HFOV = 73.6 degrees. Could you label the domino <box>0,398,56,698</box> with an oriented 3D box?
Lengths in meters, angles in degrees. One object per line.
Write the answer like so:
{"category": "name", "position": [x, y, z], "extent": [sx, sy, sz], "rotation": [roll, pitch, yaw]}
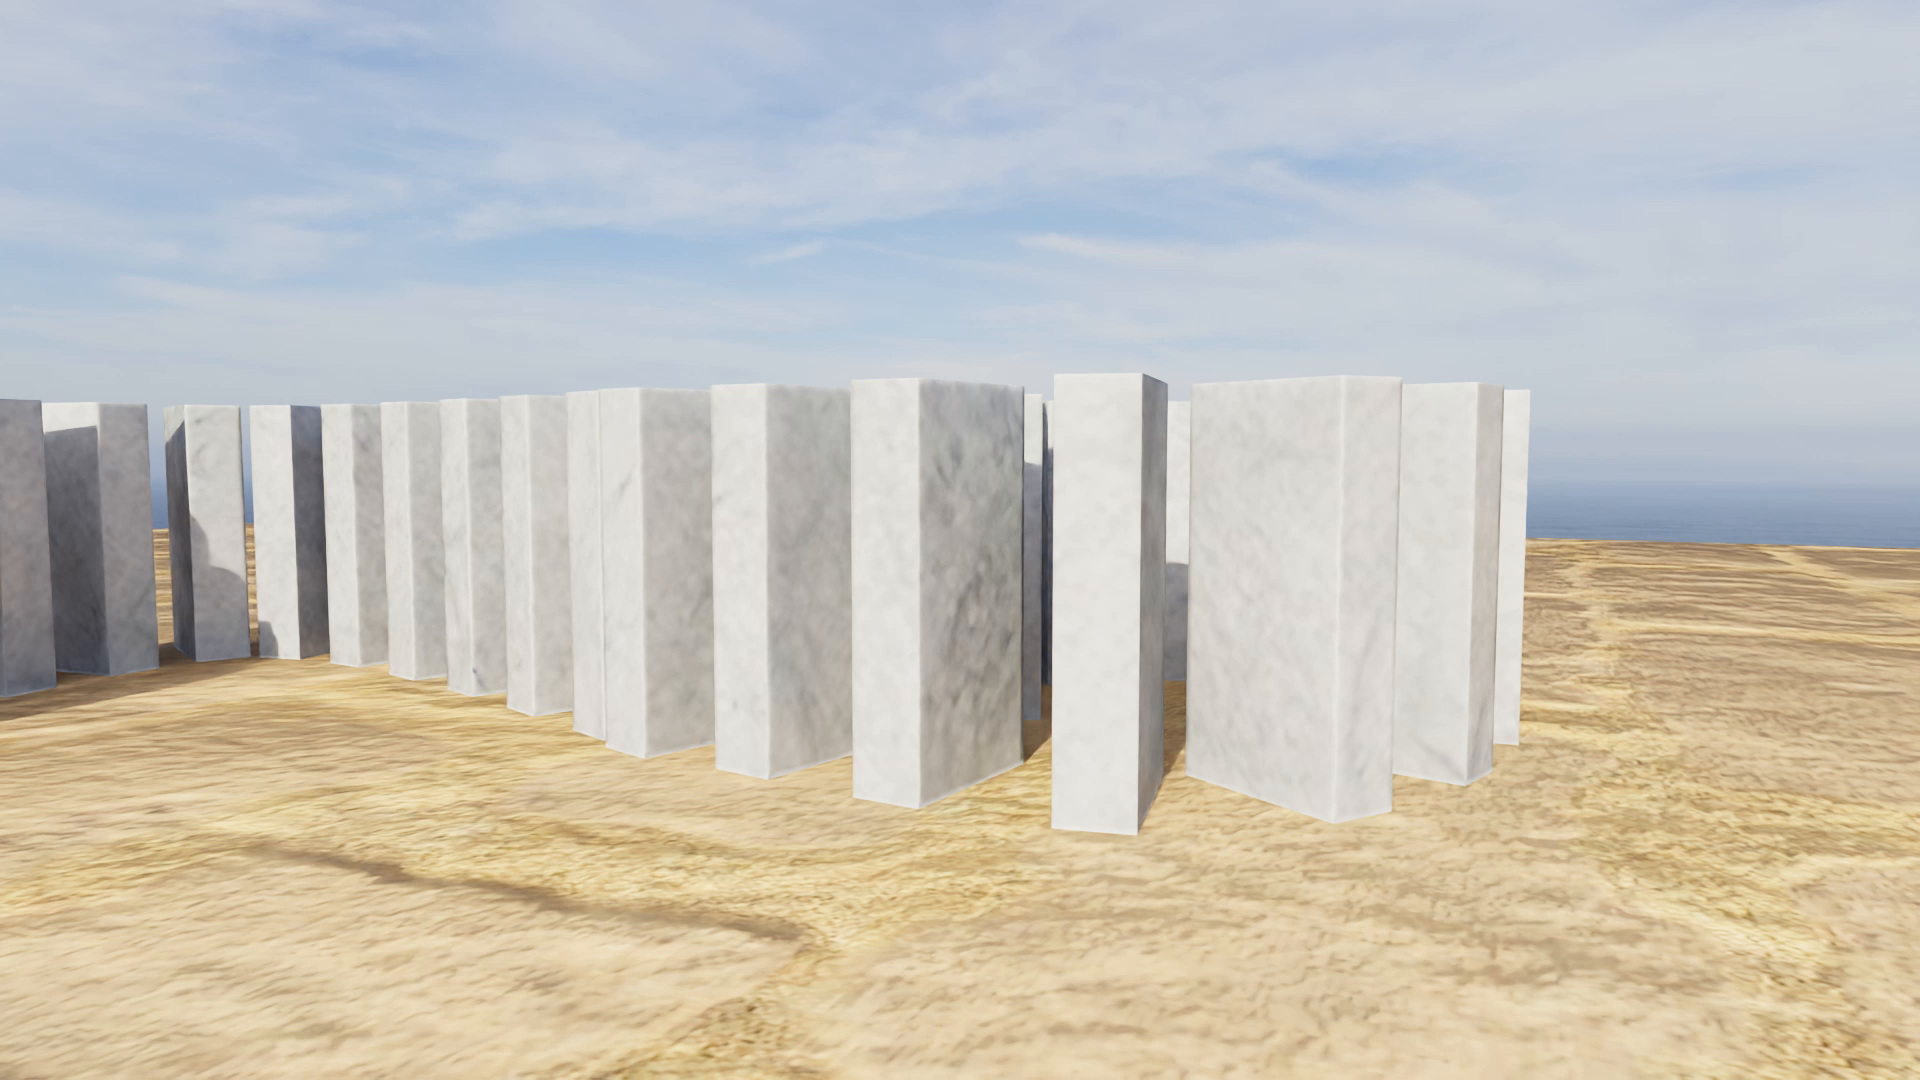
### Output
{"category": "domino", "position": [-0.171, 0.001, 0.220], "extent": [0.025, 0.050, 0.009], "rotation": [1, 4, 10]}

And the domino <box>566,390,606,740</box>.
{"category": "domino", "position": [-0.045, 0.003, 0.194], "extent": [0.025, 0.050, 0.009], "rotation": [-4, 6, -43]}

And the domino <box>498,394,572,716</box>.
{"category": "domino", "position": [-0.061, 0.002, 0.211], "extent": [0.025, 0.050, 0.009], "rotation": [-4, 6, -44]}

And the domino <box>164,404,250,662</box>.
{"category": "domino", "position": [-0.153, -0.002, 0.261], "extent": [0.010, 0.050, 0.025], "rotation": [-4, 6, -40]}

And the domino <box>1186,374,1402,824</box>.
{"category": "domino", "position": [0.040, 0.006, 0.155], "extent": [0.009, 0.050, 0.025], "rotation": [-3, 5, -31]}

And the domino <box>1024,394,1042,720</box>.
{"category": "domino", "position": [0.000, 0.002, 0.201], "extent": [0.025, 0.050, 0.009], "rotation": [0, 4, 0]}

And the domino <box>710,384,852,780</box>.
{"category": "domino", "position": [-0.021, 0.005, 0.174], "extent": [0.009, 0.050, 0.025], "rotation": [3, 5, 36]}

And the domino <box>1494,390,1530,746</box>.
{"category": "domino", "position": [0.069, 0.003, 0.188], "extent": [0.025, 0.050, 0.010], "rotation": [2, 5, 21]}

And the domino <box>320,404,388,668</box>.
{"category": "domino", "position": [-0.112, -0.002, 0.255], "extent": [0.009, 0.050, 0.025], "rotation": [3, 5, 33]}

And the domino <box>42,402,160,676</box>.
{"category": "domino", "position": [-0.166, -0.001, 0.242], "extent": [0.025, 0.050, 0.009], "rotation": [2, 5, 22]}

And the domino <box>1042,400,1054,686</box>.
{"category": "domino", "position": [0.016, 0.000, 0.238], "extent": [0.009, 0.050, 0.025], "rotation": [-2, 5, -19]}

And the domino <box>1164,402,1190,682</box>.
{"category": "domino", "position": [0.038, -0.001, 0.241], "extent": [0.009, 0.050, 0.025], "rotation": [0, 4, 5]}

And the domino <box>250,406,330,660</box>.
{"category": "domino", "position": [-0.132, -0.002, 0.265], "extent": [0.009, 0.050, 0.025], "rotation": [1, 4, 14]}

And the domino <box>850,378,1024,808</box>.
{"category": "domino", "position": [-0.002, 0.005, 0.161], "extent": [0.009, 0.050, 0.025], "rotation": [3, 5, 32]}

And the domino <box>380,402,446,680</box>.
{"category": "domino", "position": [-0.094, -0.001, 0.242], "extent": [0.009, 0.050, 0.025], "rotation": [4, 6, 41]}

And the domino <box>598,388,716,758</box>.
{"category": "domino", "position": [-0.038, 0.004, 0.184], "extent": [0.009, 0.050, 0.025], "rotation": [4, 6, 42]}

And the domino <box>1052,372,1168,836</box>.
{"category": "domino", "position": [0.018, 0.006, 0.151], "extent": [0.009, 0.050, 0.025], "rotation": [1, 4, 15]}

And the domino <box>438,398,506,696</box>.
{"category": "domino", "position": [-0.077, 0.001, 0.226], "extent": [0.009, 0.050, 0.025], "rotation": [4, 6, 43]}

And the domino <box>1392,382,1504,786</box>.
{"category": "domino", "position": [0.057, 0.005, 0.170], "extent": [0.025, 0.050, 0.009], "rotation": [4, 6, 42]}
